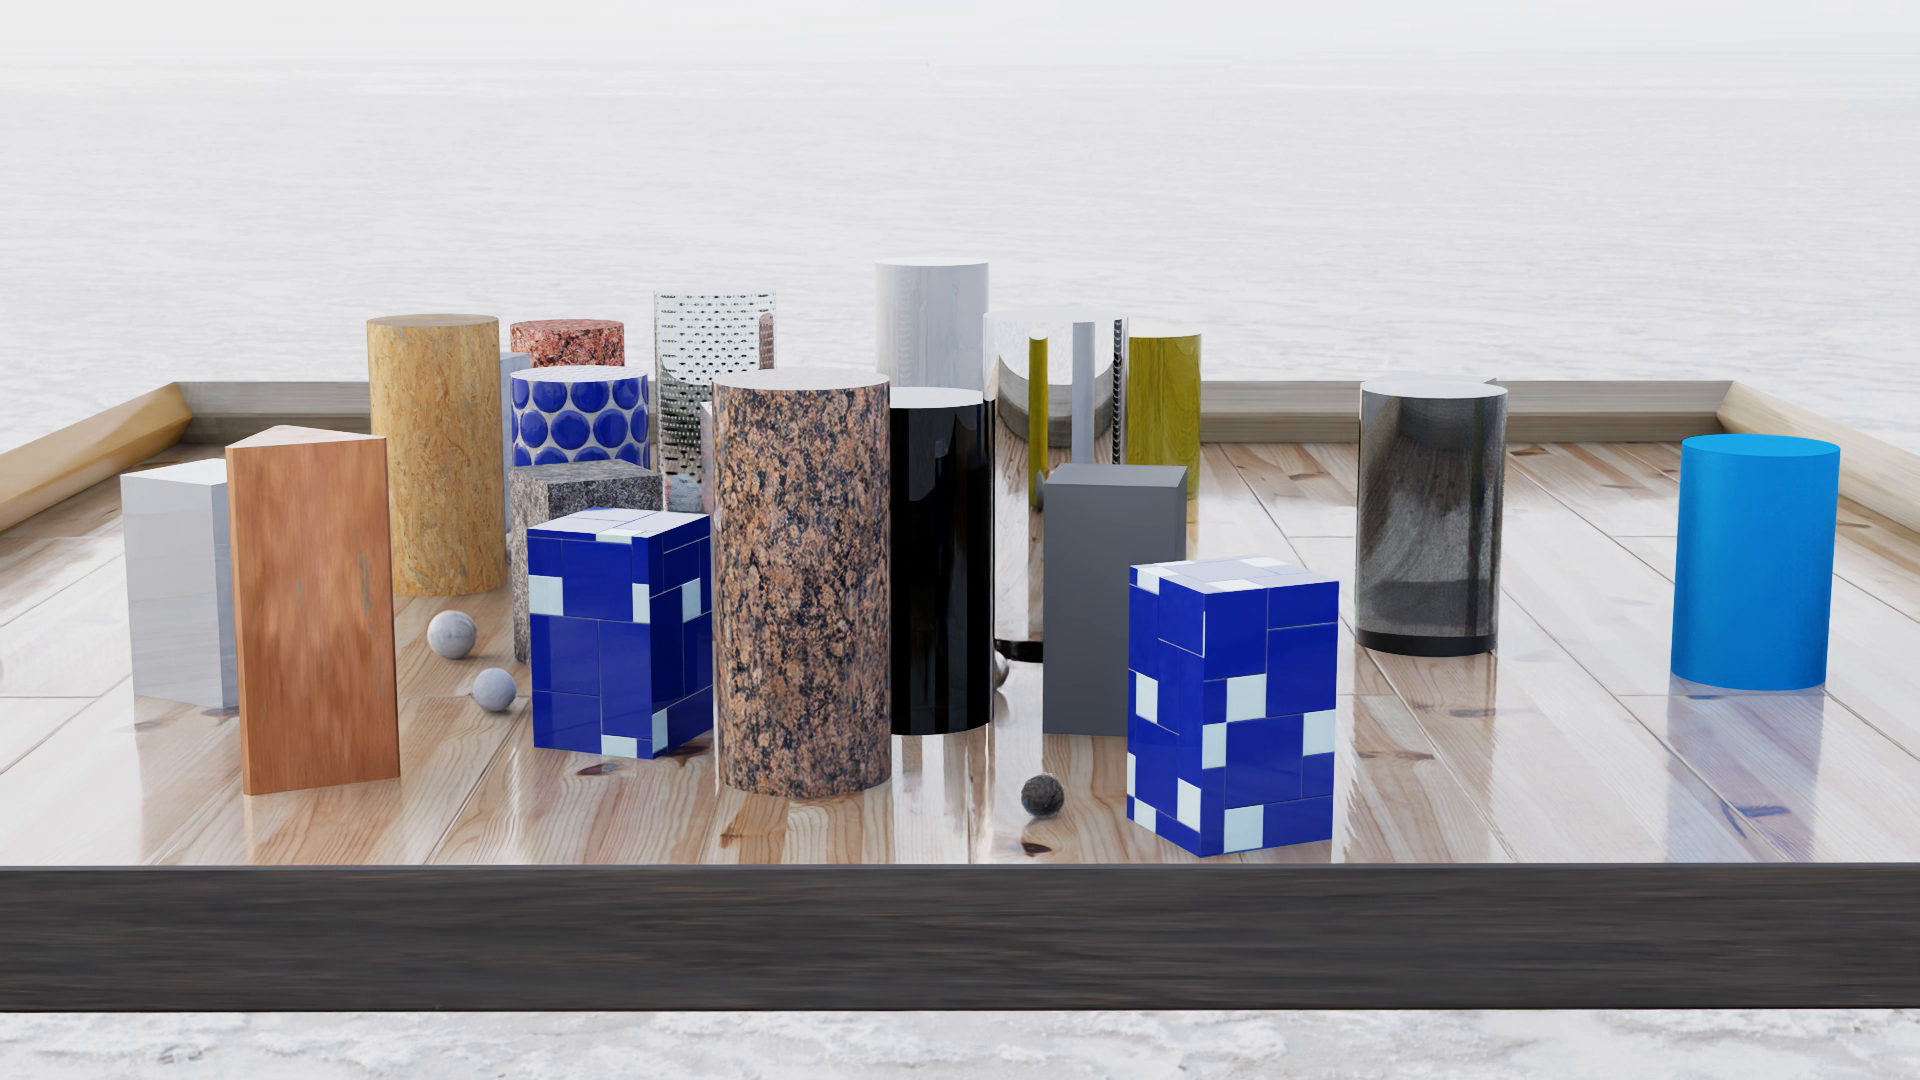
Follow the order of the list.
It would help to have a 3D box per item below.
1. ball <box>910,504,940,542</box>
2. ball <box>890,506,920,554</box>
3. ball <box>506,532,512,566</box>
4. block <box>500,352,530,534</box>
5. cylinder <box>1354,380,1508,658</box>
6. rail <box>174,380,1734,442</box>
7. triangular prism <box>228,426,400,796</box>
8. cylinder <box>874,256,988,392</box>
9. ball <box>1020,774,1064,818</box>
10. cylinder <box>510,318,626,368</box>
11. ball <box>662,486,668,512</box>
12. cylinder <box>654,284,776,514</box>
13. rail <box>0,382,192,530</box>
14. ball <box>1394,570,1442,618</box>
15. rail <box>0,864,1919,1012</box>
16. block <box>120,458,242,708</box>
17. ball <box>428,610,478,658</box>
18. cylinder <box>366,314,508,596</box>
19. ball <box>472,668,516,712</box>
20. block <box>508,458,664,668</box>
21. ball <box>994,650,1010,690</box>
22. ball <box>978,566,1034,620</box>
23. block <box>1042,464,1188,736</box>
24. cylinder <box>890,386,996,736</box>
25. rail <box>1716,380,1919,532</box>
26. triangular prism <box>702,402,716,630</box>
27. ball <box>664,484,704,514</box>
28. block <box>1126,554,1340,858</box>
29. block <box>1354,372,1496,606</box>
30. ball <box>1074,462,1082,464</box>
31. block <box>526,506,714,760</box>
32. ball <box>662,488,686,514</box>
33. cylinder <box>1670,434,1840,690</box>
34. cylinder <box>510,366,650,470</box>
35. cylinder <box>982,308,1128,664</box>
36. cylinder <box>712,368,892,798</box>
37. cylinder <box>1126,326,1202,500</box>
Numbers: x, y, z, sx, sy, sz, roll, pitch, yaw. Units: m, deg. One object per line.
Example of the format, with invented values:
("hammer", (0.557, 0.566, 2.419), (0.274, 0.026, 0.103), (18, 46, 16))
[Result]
("ball", (-0.058, -0.026, 3.909), (0.058, 0.058, 0.058), (0, 11, 0))
("ball", (-0.094, -0.015, 3.819), (0.071, 0.071, 0.071), (0, 11, 0))
("ball", (-0.642, 0.012, 3.721), (0.053, 0.053, 0.053), (0, 11, 0))
("block", (-0.731, -0.126, 3.808), (0.143, 0.293, 0.143), (3, 11, 16))
("cylinder", (0.590, -0.030, 3.219), (0.179, 0.321, 0.179), (0, 11, 0))
("rail", (-0.009, -0.243, 4.901), (2.990, 0.116, 0.045), (0, 11, 0))
("triangular prism", (-0.674, 0.065, 2.629), (0.155, 0.352, 0.134), (-5, 12, -26))
("cylinder", (-0.044, -0.230, 4.030), (0.179, 0.415, 0.179), (0, 11, 0))
("ball", (0.080, 0.249, 2.490), (0.042, 0.042, 0.042), (0, 11, 0))
("cylinder", (-0.622, -0.188, 4.088), (0.179, 0.311, 0.179), (0, 11, 0))
("ball", (-0.495, -0.057, 4.009), (0.082, 0.082, 0.082), (0, 11, 0))
("cylinder", (-0.358, -0.173, 3.781), (0.179, 0.394, 0.179), (0, 11, 0))
("rail", (-1.471, 0.031, 3.442), (0.045, 0.116, 3.000), (0, 11, 0))
("ball", (0.605, 0.071, 3.381), (0.063, 0.063, 0.063), (0, 11, 0))
("rail", (0.009, 0.303, 1.999), (2.990, 0.116, 0.045), (0, 11, 0))
("block", (-0.862, 0.047, 2.982), (0.143, 0.257, 0.143), (6, 12, 29))
("ball", (-0.623, 0.116, 3.151), (0.060, 0.060, 0.060), (0, 11, 0))
("cylinder", (-0.727, -0.121, 3.572), (0.179, 0.371, 0.179), (0, 11, 0))
("ball", (-0.525, 0.169, 2.897), (0.049, 0.049, 0.049), (0, 11, 0))
("block", (-0.451, 0.034, 3.103), (0.143, 0.238, 0.143), (-6, 12, -27))
("ball", (0.034, 0.152, 2.996), (0.047, 0.047, 0.047), (0, 11, 0))
("ball", (0.061, 0.069, 3.370), (0.071, 0.071, 0.071), (0, 11, 0))
("block", (0.172, 0.064, 2.837), (0.143, 0.277, 0.143), (2, 11, 9))
("cylinder", (-0.050, 0.020, 2.850), (0.179, 0.360, 0.179), (0, 11, 0))
("rail", (1.471, 0.028, 3.458), (0.045, 0.116, 3.000), (0, 11, 0))
("triangular prism", (-0.292, -0.032, 3.331), (0.155, 0.283, 0.134), (-9, 14, -41))
("ball", (-0.419, -0.049, 3.979), (0.077, 0.077, 0.077), (0, 11, 0))
("block", (0.257, 0.154, 2.437), (0.143, 0.249, 0.143), (-5, 12, -24))
("block", (0.628, -0.066, 3.461), (0.143, 0.302, 0.143), (6, 12, 27))
("ball", (0.199, -0.100, 4.297), (0.060, 0.060, 0.060), (0, 11, 0))
("block", (-0.364, 0.097, 2.767), (0.143, 0.238, 0.143), (4, 11, 21))
("ball", (-0.460, -0.038, 3.899), (0.086, 0.086, 0.086), (0, 11, 0))
("cylinder", (0.945, 0.024, 3.055), (0.179, 0.277, 0.179), (0, 11, 0))
("cylinder", (-0.497, -0.060, 3.381), (0.179, 0.320, 0.179), (0, 11, 0))
("cylinder", (0.117, -0.070, 3.176), (0.179, 0.416, 0.179), (0, 11, 0))
("cylinder", (-0.160, 0.039, 2.612), (0.179, 0.409, 0.179), (0, 11, 0))
("cylinder", (0.315, -0.212, 4.310), (0.179, 0.276, 0.179), (0, 11, 0))
